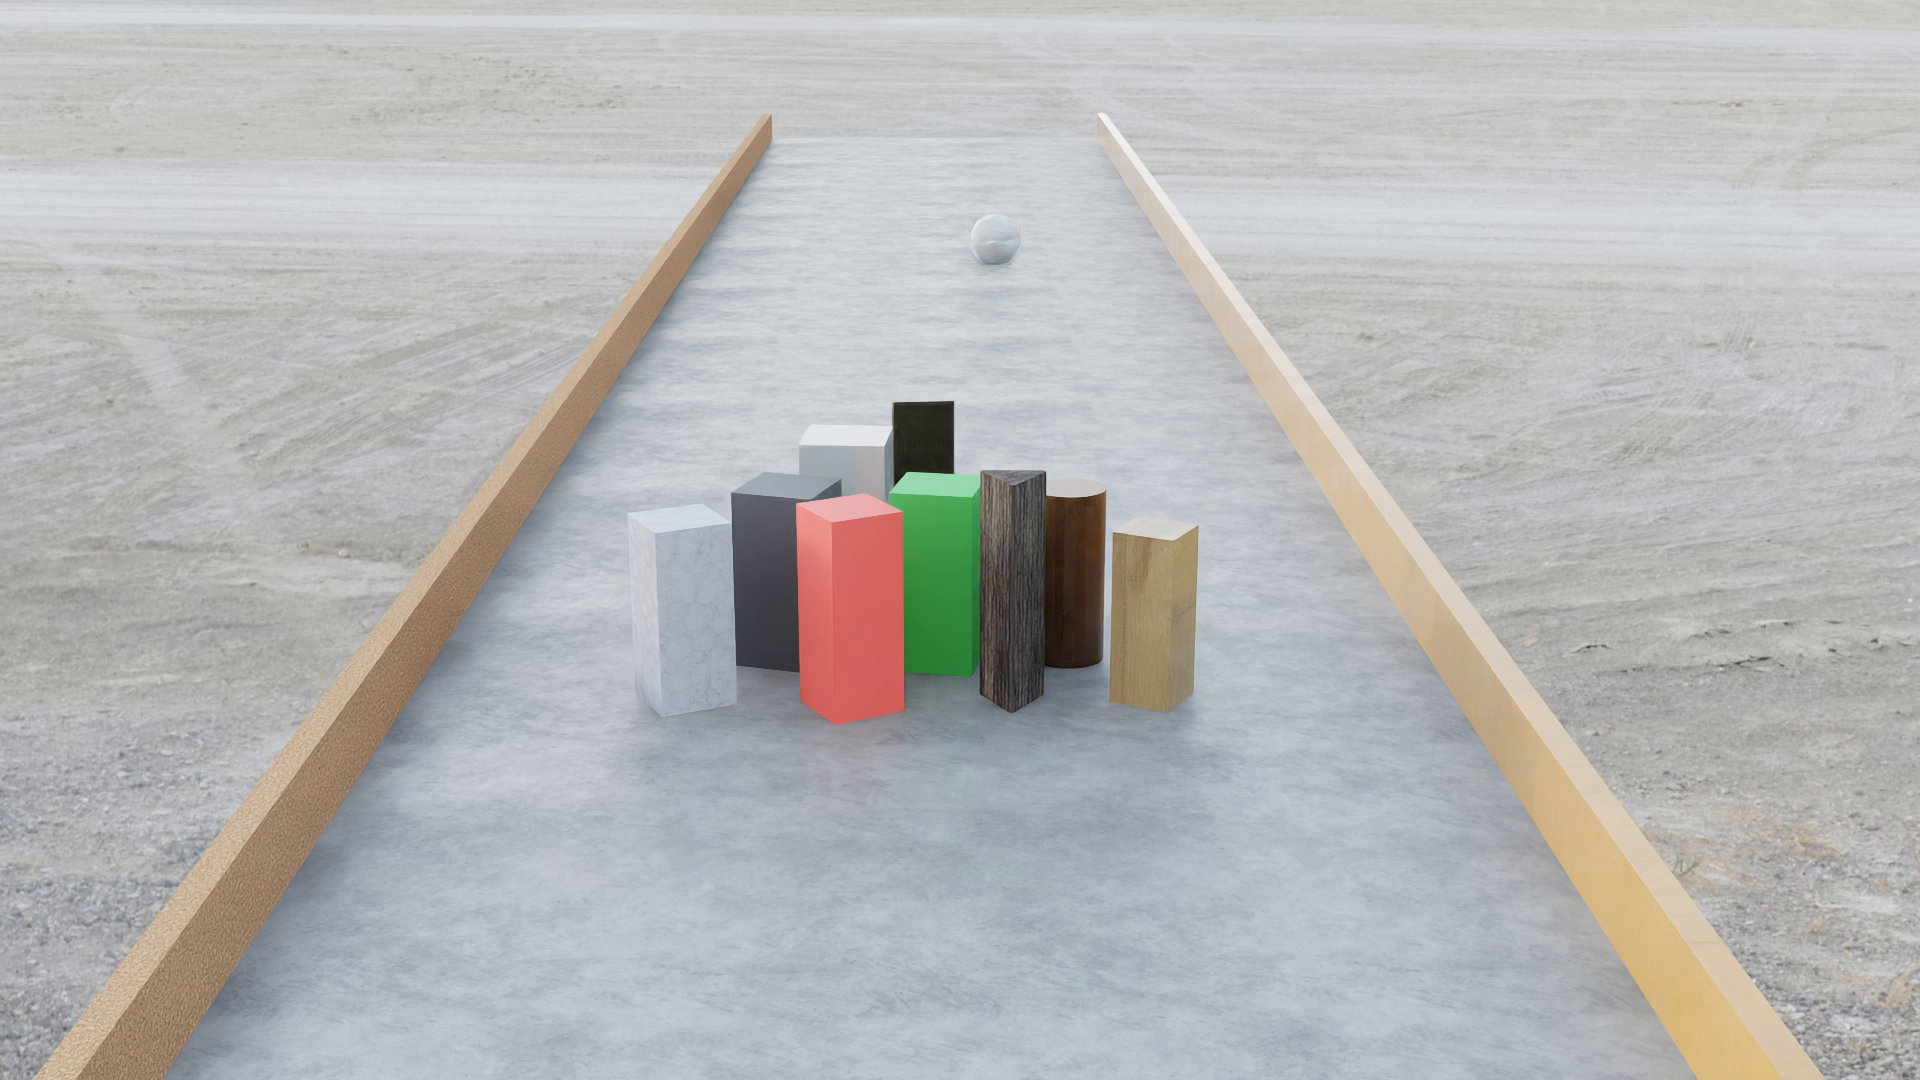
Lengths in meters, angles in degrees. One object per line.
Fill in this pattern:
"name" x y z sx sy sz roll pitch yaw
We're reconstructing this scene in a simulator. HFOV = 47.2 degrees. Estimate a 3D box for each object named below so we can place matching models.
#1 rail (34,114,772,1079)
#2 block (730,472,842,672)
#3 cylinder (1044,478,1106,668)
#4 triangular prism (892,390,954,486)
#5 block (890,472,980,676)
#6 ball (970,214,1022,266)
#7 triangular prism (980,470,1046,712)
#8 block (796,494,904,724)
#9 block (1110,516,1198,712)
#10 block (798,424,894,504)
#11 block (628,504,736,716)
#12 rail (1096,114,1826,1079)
"rail" -1.118 -0.838 7.780 0.050 0.150 12.000 0 17 -1
"block" -0.342 0.064 4.386 0.167 0.357 0.167 5 17 17
"cylinder" 0.216 0.066 4.387 0.147 0.353 0.147 0 17 0
"triangular prism" -0.087 -0.122 4.914 0.135 0.412 0.117 -2 17 -6
"block" -0.041 0.066 4.365 0.163 0.365 0.163 3 17 11
"ball" 0.145 -1.226 8.984 0.209 0.209 0.209 0 17 0
"triangular prism" 0.084 0.090 4.145 0.105 0.444 0.121 10 19 30
"block" -0.205 0.127 4.116 0.146 0.390 0.146 -9 19 -28
"block" 0.367 0.139 4.168 0.122 0.337 0.122 9 19 27
"block" -0.237 -0.032 4.648 0.177 0.390 0.177 1 17 4
"block" -0.525 0.131 4.159 0.150 0.358 0.150 -8 19 -26
"rail" 0.932 -0.844 7.801 0.050 0.150 12.000 0 17 -1
